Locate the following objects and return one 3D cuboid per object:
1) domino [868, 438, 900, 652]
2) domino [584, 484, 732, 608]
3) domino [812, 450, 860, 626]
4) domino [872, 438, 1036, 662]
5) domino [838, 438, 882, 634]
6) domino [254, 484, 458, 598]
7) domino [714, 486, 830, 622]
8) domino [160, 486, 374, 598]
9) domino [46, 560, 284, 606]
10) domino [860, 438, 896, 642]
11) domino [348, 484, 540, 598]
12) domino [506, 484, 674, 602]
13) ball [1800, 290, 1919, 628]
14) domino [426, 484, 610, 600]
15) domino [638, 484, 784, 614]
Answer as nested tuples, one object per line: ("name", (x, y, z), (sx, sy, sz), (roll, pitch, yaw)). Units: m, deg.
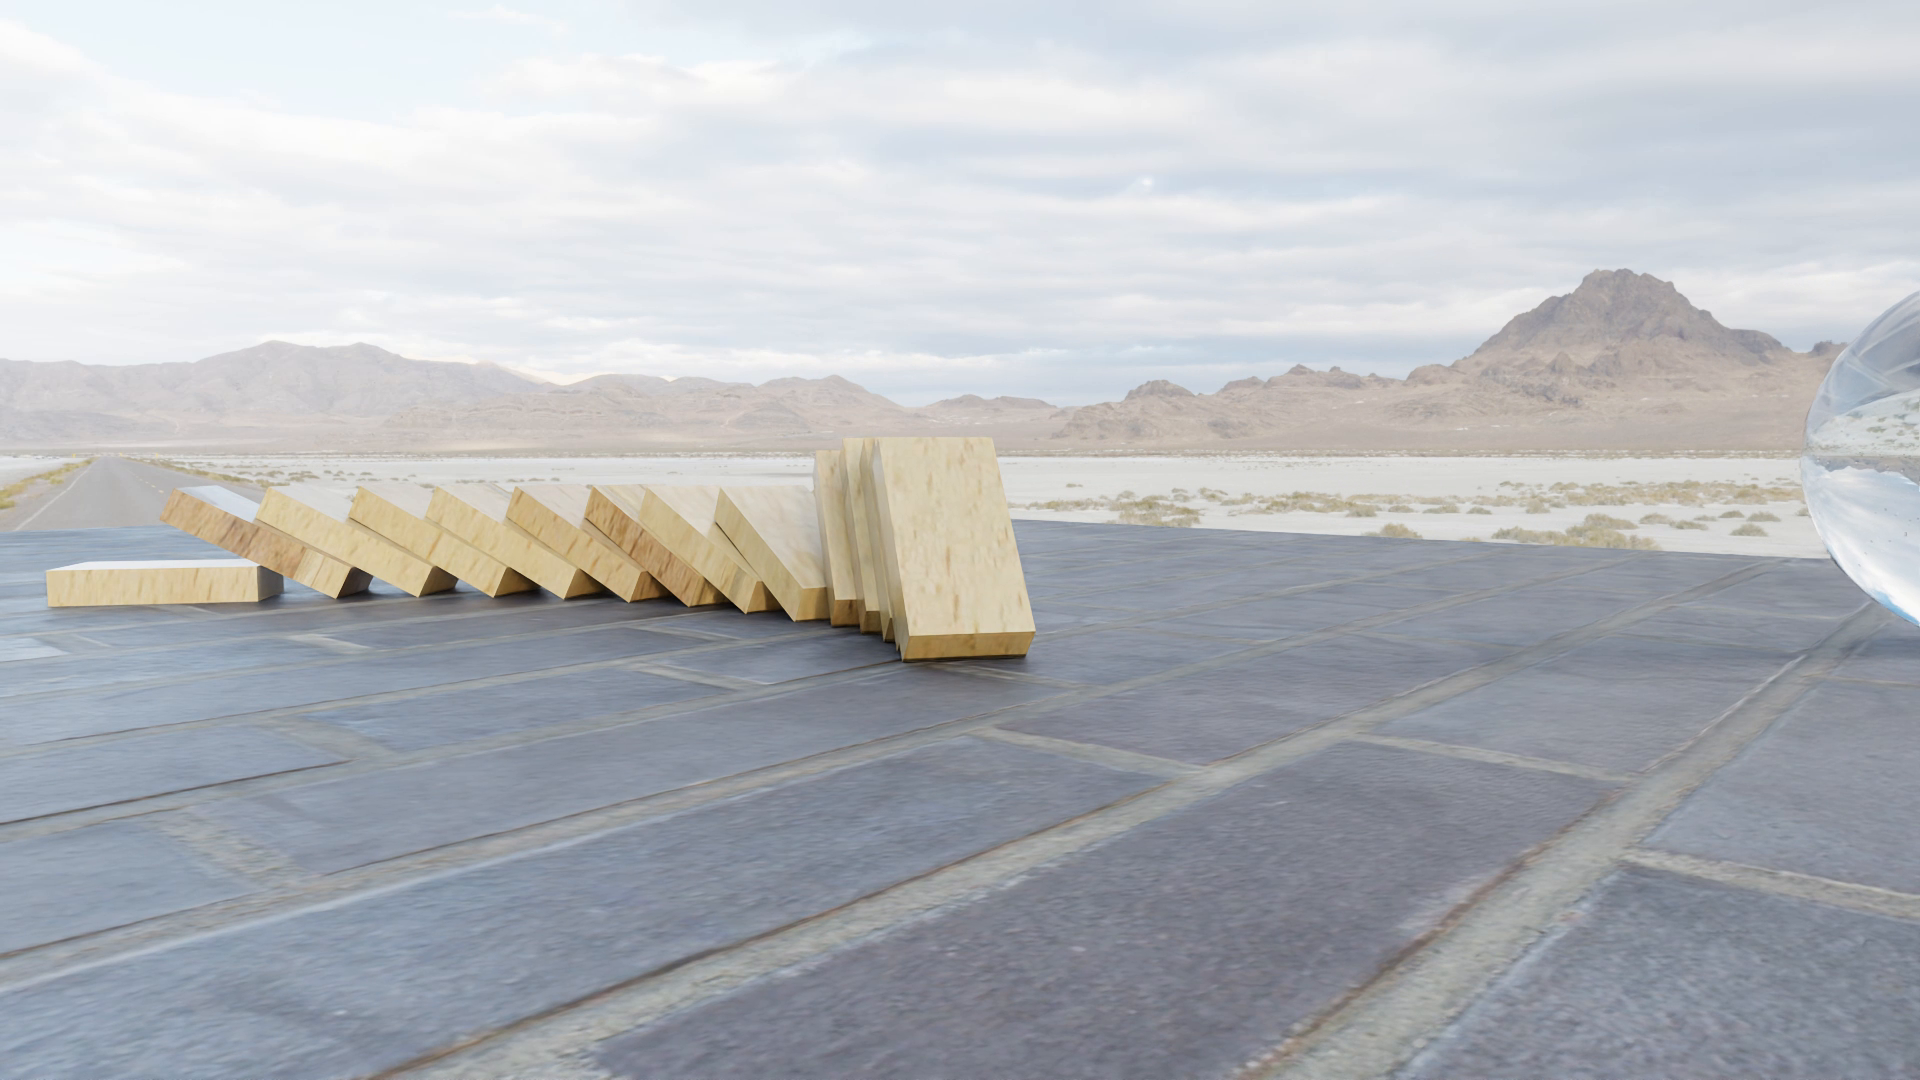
("domino", (-0.004, 0.000, 0.277), (0.025, 0.050, 0.010), (-1, -37, -14))
("domino", (-0.079, 0.000, 0.355), (0.050, 0.010, 0.025), (35, 24, 31))
("domino", (-0.021, -0.001, 0.314), (0.025, 0.010, 0.050), (-1, 47, -13))
("domino", (-0.002, 0.001, 0.264), (0.025, 0.050, 0.010), (-1, -37, -14))
("domino", (-0.013, -0.002, 0.300), (0.025, 0.050, 0.009), (-1, -37, -14))
("domino", (-0.171, 0.000, 0.368), (0.050, 0.009, 0.025), (26, 4, -1))
("domino", (-0.041, 0.002, 0.329), (0.025, 0.010, 0.050), (-3, 32, -36))
("domino", (-0.193, 0.000, 0.362), (0.050, 0.010, 0.025), (26, 1, -7))
("domino", (-0.217, 0.011, 0.353), (0.050, 0.010, 0.025), (-1, 4, -13))
("domino", (-0.007, -0.001, 0.289), (0.025, 0.050, 0.009), (-1, -37, -14))
("domino", (-0.147, -0.001, 0.371), (0.050, 0.010, 0.025), (27, 9, 8))
("domino", (-0.101, 0.000, 0.363), (0.050, 0.010, 0.025), (31, 17, 22))
("ball", (0.216, -0.017, 0.257), (0.080, 0.080, 0.080), (0, 4, 0))
("domino", (-0.124, 0.000, 0.368), (0.050, 0.010, 0.025), (28, 12, 13))
("domino", (-0.061, 0.001, 0.343), (0.050, 0.010, 0.025), (36, 25, 33))
